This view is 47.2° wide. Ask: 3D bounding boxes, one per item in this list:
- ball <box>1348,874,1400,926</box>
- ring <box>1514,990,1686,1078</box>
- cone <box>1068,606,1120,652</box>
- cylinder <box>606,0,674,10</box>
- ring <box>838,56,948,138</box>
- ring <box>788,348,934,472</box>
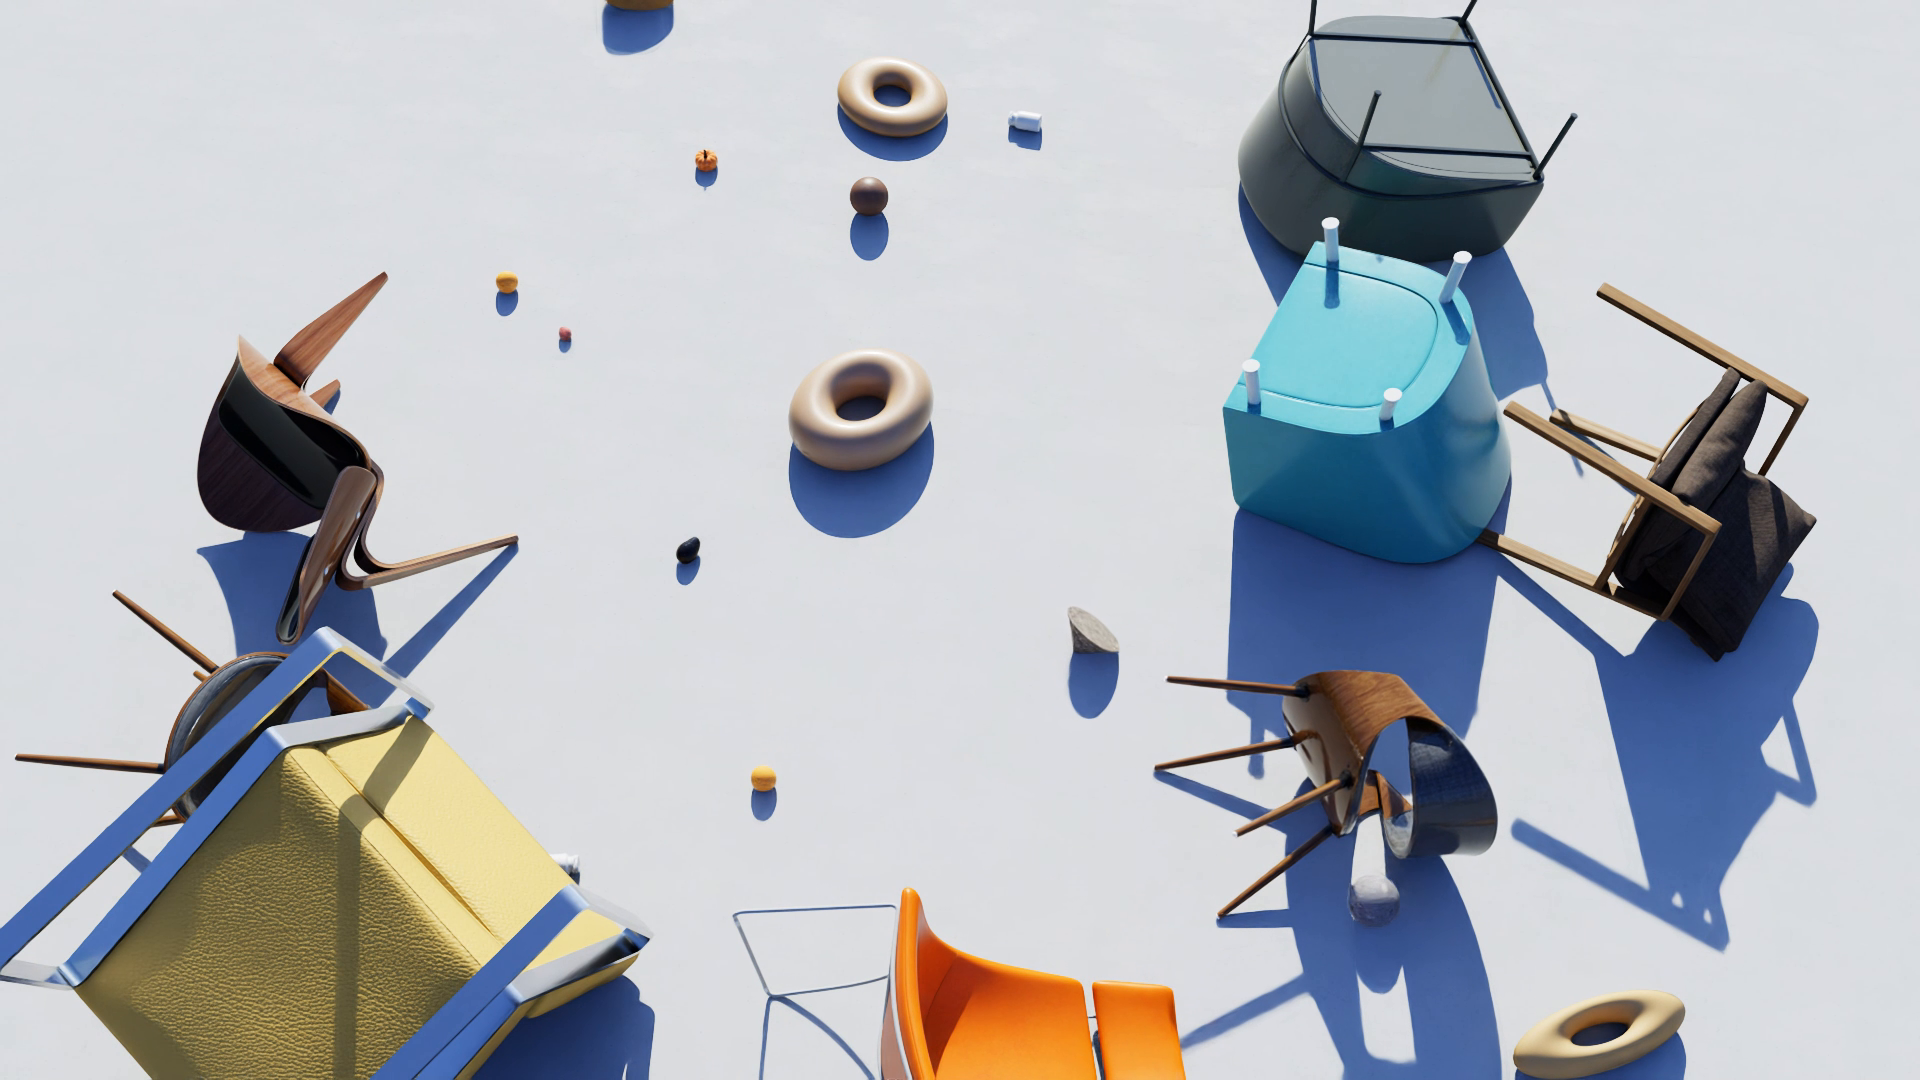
[{"bbox_3d":[1.102,0.958,5.849,0.136,0.136,0.136,0,56,0],"label":"ball"},{"bbox_3d":[1.645,1.271,5.657,0.483,0.108,0.184,-16,56,-9],"label":"ring"},{"bbox_3d":[0.356,0.290,6.340,0.188,0.094,0.181,40,21,4],"label":"cone"},{"bbox_3d":[-1.147,-1.982,7.822,0.252,0.128,0.144,0,55,-14],"label":"cylinder"},{"bbox_3d":[-0.232,-1.524,7.553,0.407,0.075,0.349,35,62,22],"label":"ring"},{"bbox_3d":[-0.303,-0.403,6.749,0.478,0.163,0.404,-36,62,-22],"label":"ring"}]
